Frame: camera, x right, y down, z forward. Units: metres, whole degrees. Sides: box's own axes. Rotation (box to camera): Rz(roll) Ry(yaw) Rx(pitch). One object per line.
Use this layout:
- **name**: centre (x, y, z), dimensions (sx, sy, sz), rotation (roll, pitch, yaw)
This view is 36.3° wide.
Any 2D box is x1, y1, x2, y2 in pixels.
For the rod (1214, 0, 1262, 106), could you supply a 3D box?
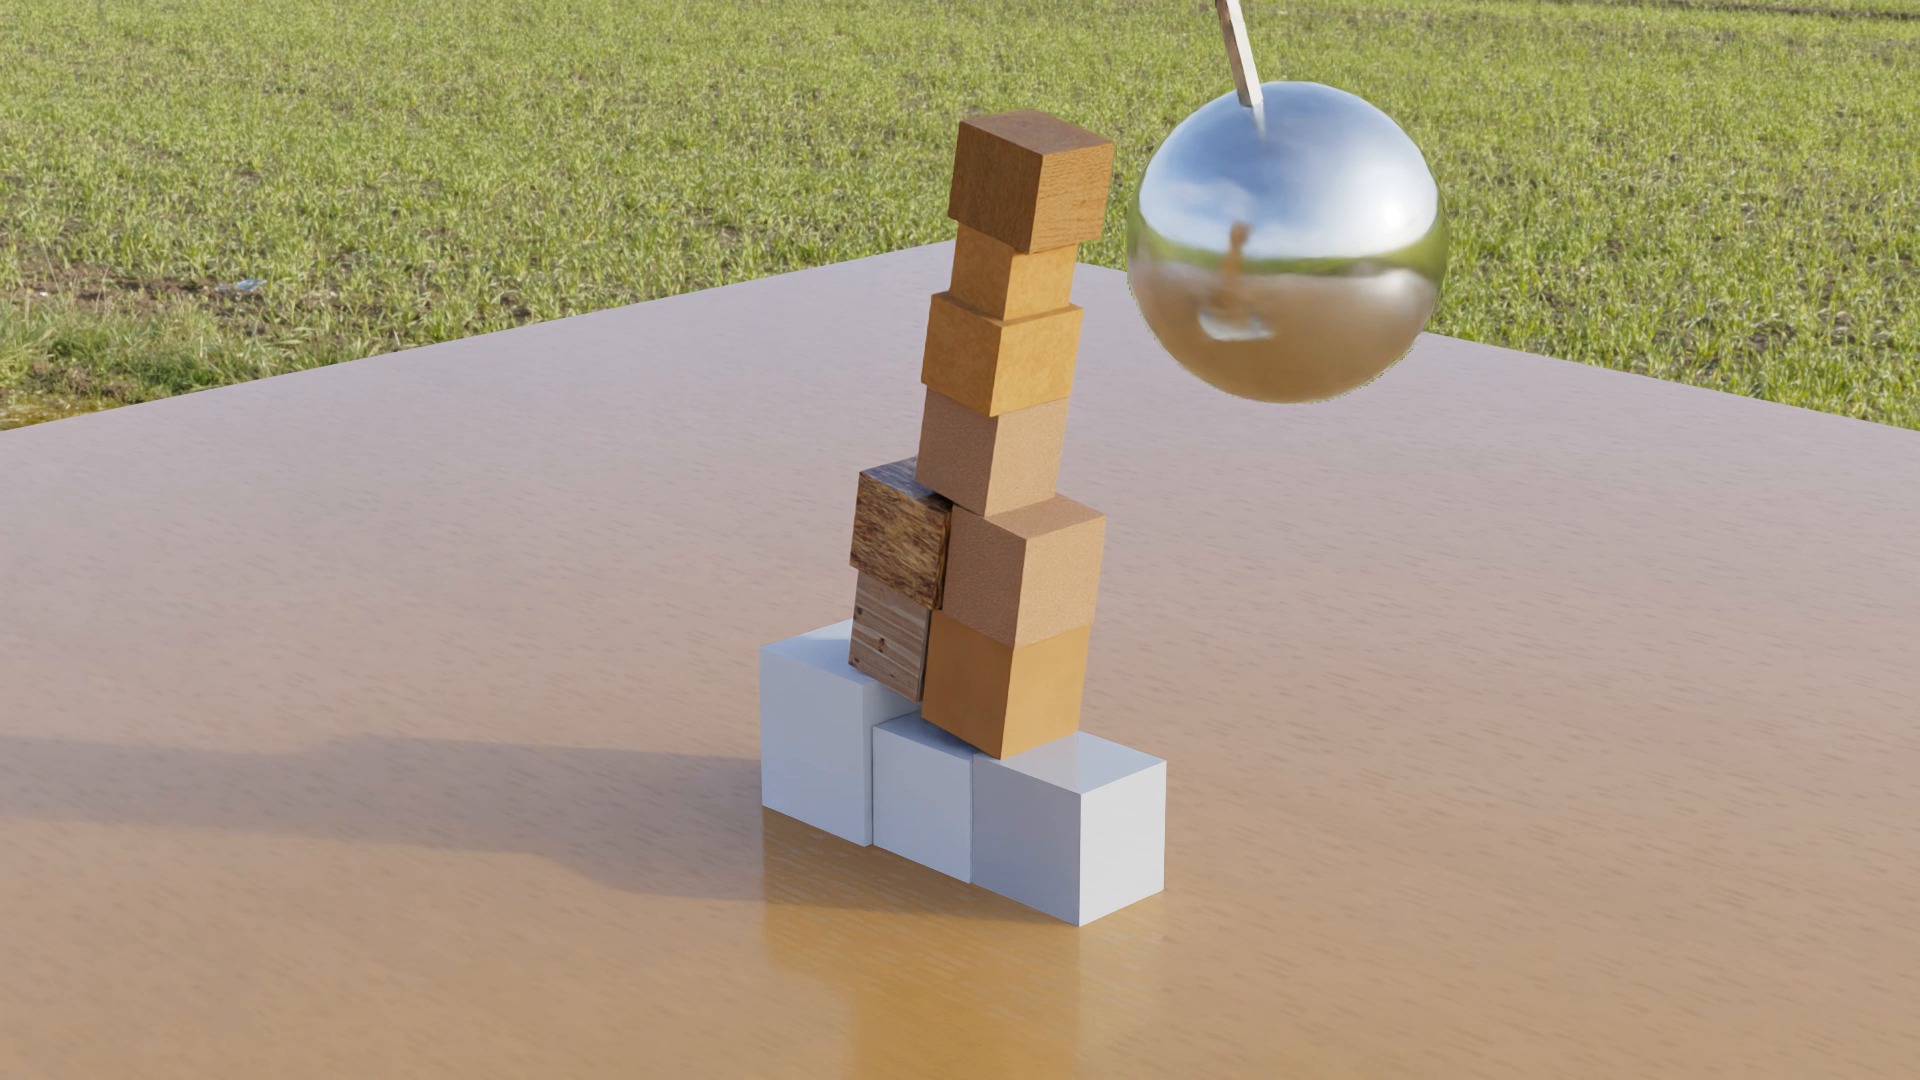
- **rod**: centre (0.703, -4.197, 12.760), dimensions (0.080, 5.200, 0.080), rotation (17, 46, 42)

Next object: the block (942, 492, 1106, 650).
- **block**: centre (0.286, 0.108, 13.086), dimensions (0.514, 0.527, 0.456), rotation (-17, 32, -42)

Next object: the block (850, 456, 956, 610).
- **block**: centre (-0.083, -0.060, 13.396), dimensions (0.586, 0.471, 0.548), rotation (-17, 34, -42)

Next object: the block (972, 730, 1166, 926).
- **block**: centre (0.491, 1.276, 13.237), dimensions (0.562, 0.628, 0.660), rotation (-17, 24, -42)

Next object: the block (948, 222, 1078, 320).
- **block**: centre (0.234, -1.192, 12.683), dimensions (0.407, 0.335, 0.337), rotation (-17, 34, -42)

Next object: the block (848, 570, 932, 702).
- **block**: centre (-0.149, 0.373, 13.625), dimensions (0.519, 0.517, 0.460), rotation (-17, 33, -42)

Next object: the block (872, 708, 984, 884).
- **block**: centre (0.028, 1.151, 13.687), dimensions (0.596, 0.597, 0.635), rotation (-17, 24, -42)

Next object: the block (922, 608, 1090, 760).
- **block**: centre (0.208, 0.588, 13.334), dimensions (0.505, 0.561, 0.513), rotation (-17, 32, -42)

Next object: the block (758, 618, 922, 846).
- **block**: centre (-0.458, 0.903, 14.120), dimensions (0.701, 0.810, 0.722), rotation (-17, 24, -42)

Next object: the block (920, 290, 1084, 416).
- **block**: centre (0.183, -0.851, 12.830), dimensions (0.511, 0.414, 0.433), rotation (-17, 34, -42)

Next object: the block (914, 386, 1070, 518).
- **block**: centre (0.141, -0.449, 13.029), dimensions (0.446, 0.489, 0.447), rotation (-17, 34, -42)

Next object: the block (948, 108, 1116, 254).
- **block**: centre (0.303, -1.541, 12.537), dimensions (0.448, 0.432, 0.496), rotation (-17, 34, -43)

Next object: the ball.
- **ball**: centre (1.623, -1.475, 14.579), dimensions (1.600, 1.600, 1.600), rotation (0, 17, 0)
